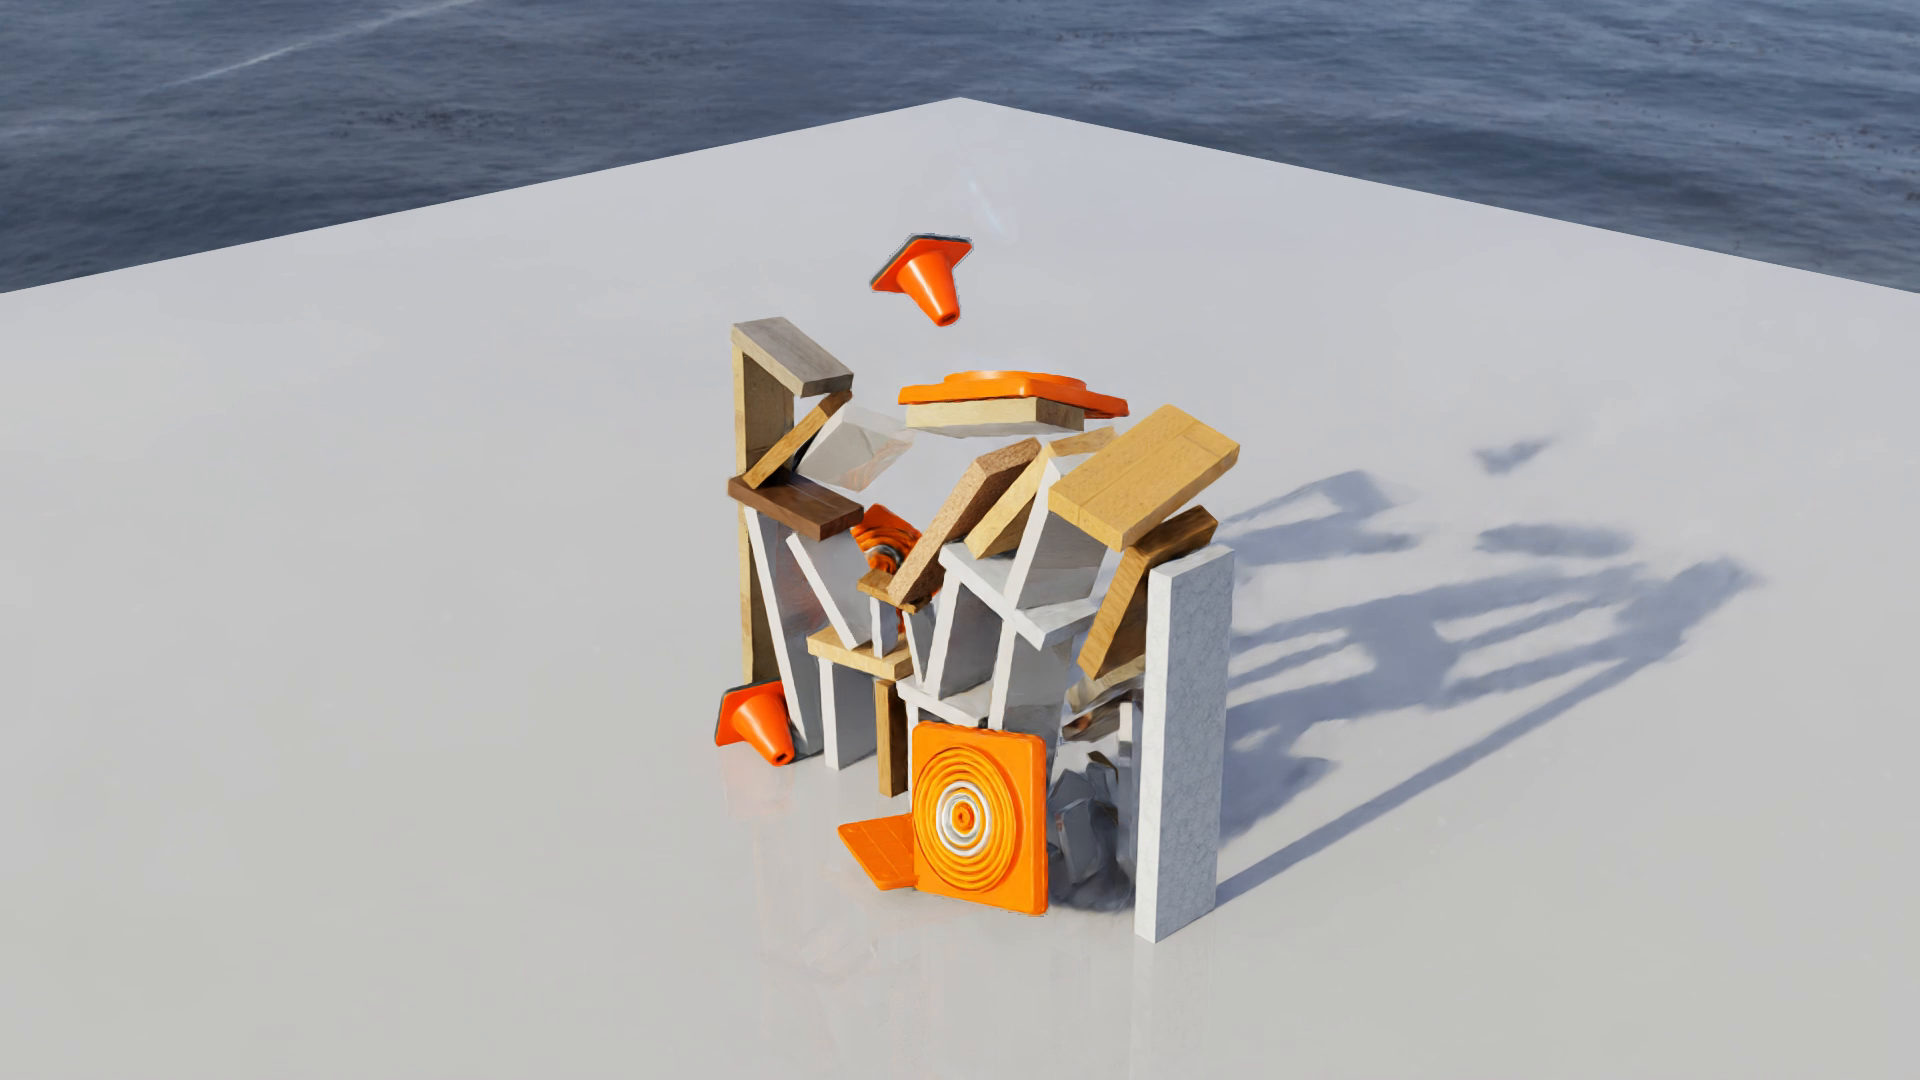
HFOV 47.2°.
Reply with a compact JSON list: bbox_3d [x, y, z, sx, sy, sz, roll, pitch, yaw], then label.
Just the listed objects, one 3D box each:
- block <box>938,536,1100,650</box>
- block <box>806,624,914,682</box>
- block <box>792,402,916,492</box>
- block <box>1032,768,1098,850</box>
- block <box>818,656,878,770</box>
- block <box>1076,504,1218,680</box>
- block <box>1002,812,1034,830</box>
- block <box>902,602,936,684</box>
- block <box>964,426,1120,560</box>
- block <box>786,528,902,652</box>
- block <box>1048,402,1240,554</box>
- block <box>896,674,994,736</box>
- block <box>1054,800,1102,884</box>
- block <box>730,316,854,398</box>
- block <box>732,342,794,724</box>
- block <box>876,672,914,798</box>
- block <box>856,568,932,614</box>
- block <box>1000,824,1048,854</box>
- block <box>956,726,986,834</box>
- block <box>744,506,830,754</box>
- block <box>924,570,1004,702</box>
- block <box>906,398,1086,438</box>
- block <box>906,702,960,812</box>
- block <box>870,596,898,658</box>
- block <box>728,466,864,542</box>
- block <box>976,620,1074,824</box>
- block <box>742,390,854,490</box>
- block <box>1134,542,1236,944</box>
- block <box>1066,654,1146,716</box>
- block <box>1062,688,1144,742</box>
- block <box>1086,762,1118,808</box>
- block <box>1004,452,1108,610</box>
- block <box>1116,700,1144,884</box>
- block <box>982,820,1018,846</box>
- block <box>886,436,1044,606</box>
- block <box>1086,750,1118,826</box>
[{"bbox_3d":[0.110,0.086,4.145,0.146,0.041,0.292,-21,49,-39],"label":"block"},{"bbox_3d":[-0.181,0.223,4.522,0.252,0.036,0.126,15,28,41],"label":"block"},{"bbox_3d":[-0.216,-0.184,4.433,0.152,0.043,0.303,18,-23,-18],"label":"block"},{"bbox_3d":[0.205,0.529,4.319,0.072,0.143,0.020,33,-12,-20],"label":"block"},{"bbox_3d":[-0.234,0.344,4.626,0.036,0.252,0.126,15,27,37],"label":"block"},{"bbox_3d":[0.332,0.096,3.928,0.173,0.346,0.049,-25,60,-34],"label":"block"},{"bbox_3d":[0.097,0.544,4.367,0.090,0.013,0.045,29,33,36],"label":"block"},{"bbox_3d":[-0.070,0.206,4.386,0.068,0.151,0.019,-20,14,-40],"label":"block"},{"bbox_3d":[0.154,-0.086,4.072,0.163,0.326,0.046,-17,68,-40],"label":"block"},{"bbox_3d":[-0.238,0.085,4.511,0.131,0.262,0.037,-26,-5,-42],"label":"block"},{"bbox_3d":[0.321,-0.112,3.819,0.163,0.046,0.326,34,51,28],"label":"block"},{"bbox_3d":[-0.002,0.315,4.363,0.119,0.034,0.238,-20,29,-39],"label":"block"},{"bbox_3d":[0.226,0.578,4.216,0.020,0.143,0.072,-3,15,45],"label":"block"},{"bbox_3d":[-0.345,-0.376,4.498,0.128,0.036,0.256,-14,41,-38],"label":"block"},{"bbox_3d":[-0.412,-0.016,4.712,0.128,0.842,0.036,-15,23,-39],"label":"block"},{"bbox_3d":[-0.113,0.390,4.518,0.036,0.252,0.126,19,29,40],"label":"block"},{"bbox_3d":[-0.131,0.101,4.384,0.135,0.019,0.068,23,33,21],"label":"block"},{"bbox_3d":[0.128,0.583,4.339,0.045,0.013,0.090,-17,42,-43],"label":"block"},{"bbox_3d":[0.051,0.456,4.378,0.119,0.238,0.034,-17,29,-37],"label":"block"},{"bbox_3d":[-0.340,0.174,4.657,0.037,0.550,0.131,2,18,45],"label":"block"},{"bbox_3d":[0.018,0.167,4.290,0.146,0.292,0.041,-19,43,-38],"label":"block"},{"bbox_3d":[0.065,-0.227,4.110,0.303,0.043,0.152,-1,-6,39],"label":"block"},{"bbox_3d":[-0.050,0.421,4.462,0.119,0.238,0.034,-20,29,-40],"label":"block"},{"bbox_3d":[-0.153,0.162,4.429,0.019,0.135,0.067,11,29,25],"label":"block"},{"bbox_3d":[-0.340,-0.081,4.537,0.262,0.037,0.131,26,34,32],"label":"block"},{"bbox_3d":[0.128,0.334,4.250,0.146,0.460,0.041,-13,35,-32],"label":"block"},{"bbox_3d":[-0.332,-0.212,4.505,0.036,0.256,0.128,47,33,-5],"label":"block"},{"bbox_3d":[0.401,0.371,3.947,0.173,0.734,0.049,-21,31,-40],"label":"block"},{"bbox_3d":[0.324,0.263,4.329,0.173,0.049,0.346,-22,-9,-12],"label":"block"},{"bbox_3d":[0.310,0.357,4.463,0.197,0.028,0.099,-33,-27,35],"label":"block"},{"bbox_3d":[0.283,0.482,4.332,0.020,0.072,0.143,-12,2,-12],"label":"block"},{"bbox_3d":[0.199,-0.018,3.994,0.163,0.326,0.046,-8,45,-29],"label":"block"},{"bbox_3d":[0.337,0.488,4.280,0.028,0.099,0.360,-12,48,20],"label":"block"},{"bbox_3d":[0.089,0.573,4.367,0.045,0.013,0.090,-19,42,-43],"label":"block"},{"bbox_3d":[0.008,-0.031,4.207,0.152,0.448,0.043,-22,68,-37],"label":"block"},{"bbox_3d":[0.300,0.500,4.409,0.028,0.099,0.197,-11,14,-10],"label":"block"}]
